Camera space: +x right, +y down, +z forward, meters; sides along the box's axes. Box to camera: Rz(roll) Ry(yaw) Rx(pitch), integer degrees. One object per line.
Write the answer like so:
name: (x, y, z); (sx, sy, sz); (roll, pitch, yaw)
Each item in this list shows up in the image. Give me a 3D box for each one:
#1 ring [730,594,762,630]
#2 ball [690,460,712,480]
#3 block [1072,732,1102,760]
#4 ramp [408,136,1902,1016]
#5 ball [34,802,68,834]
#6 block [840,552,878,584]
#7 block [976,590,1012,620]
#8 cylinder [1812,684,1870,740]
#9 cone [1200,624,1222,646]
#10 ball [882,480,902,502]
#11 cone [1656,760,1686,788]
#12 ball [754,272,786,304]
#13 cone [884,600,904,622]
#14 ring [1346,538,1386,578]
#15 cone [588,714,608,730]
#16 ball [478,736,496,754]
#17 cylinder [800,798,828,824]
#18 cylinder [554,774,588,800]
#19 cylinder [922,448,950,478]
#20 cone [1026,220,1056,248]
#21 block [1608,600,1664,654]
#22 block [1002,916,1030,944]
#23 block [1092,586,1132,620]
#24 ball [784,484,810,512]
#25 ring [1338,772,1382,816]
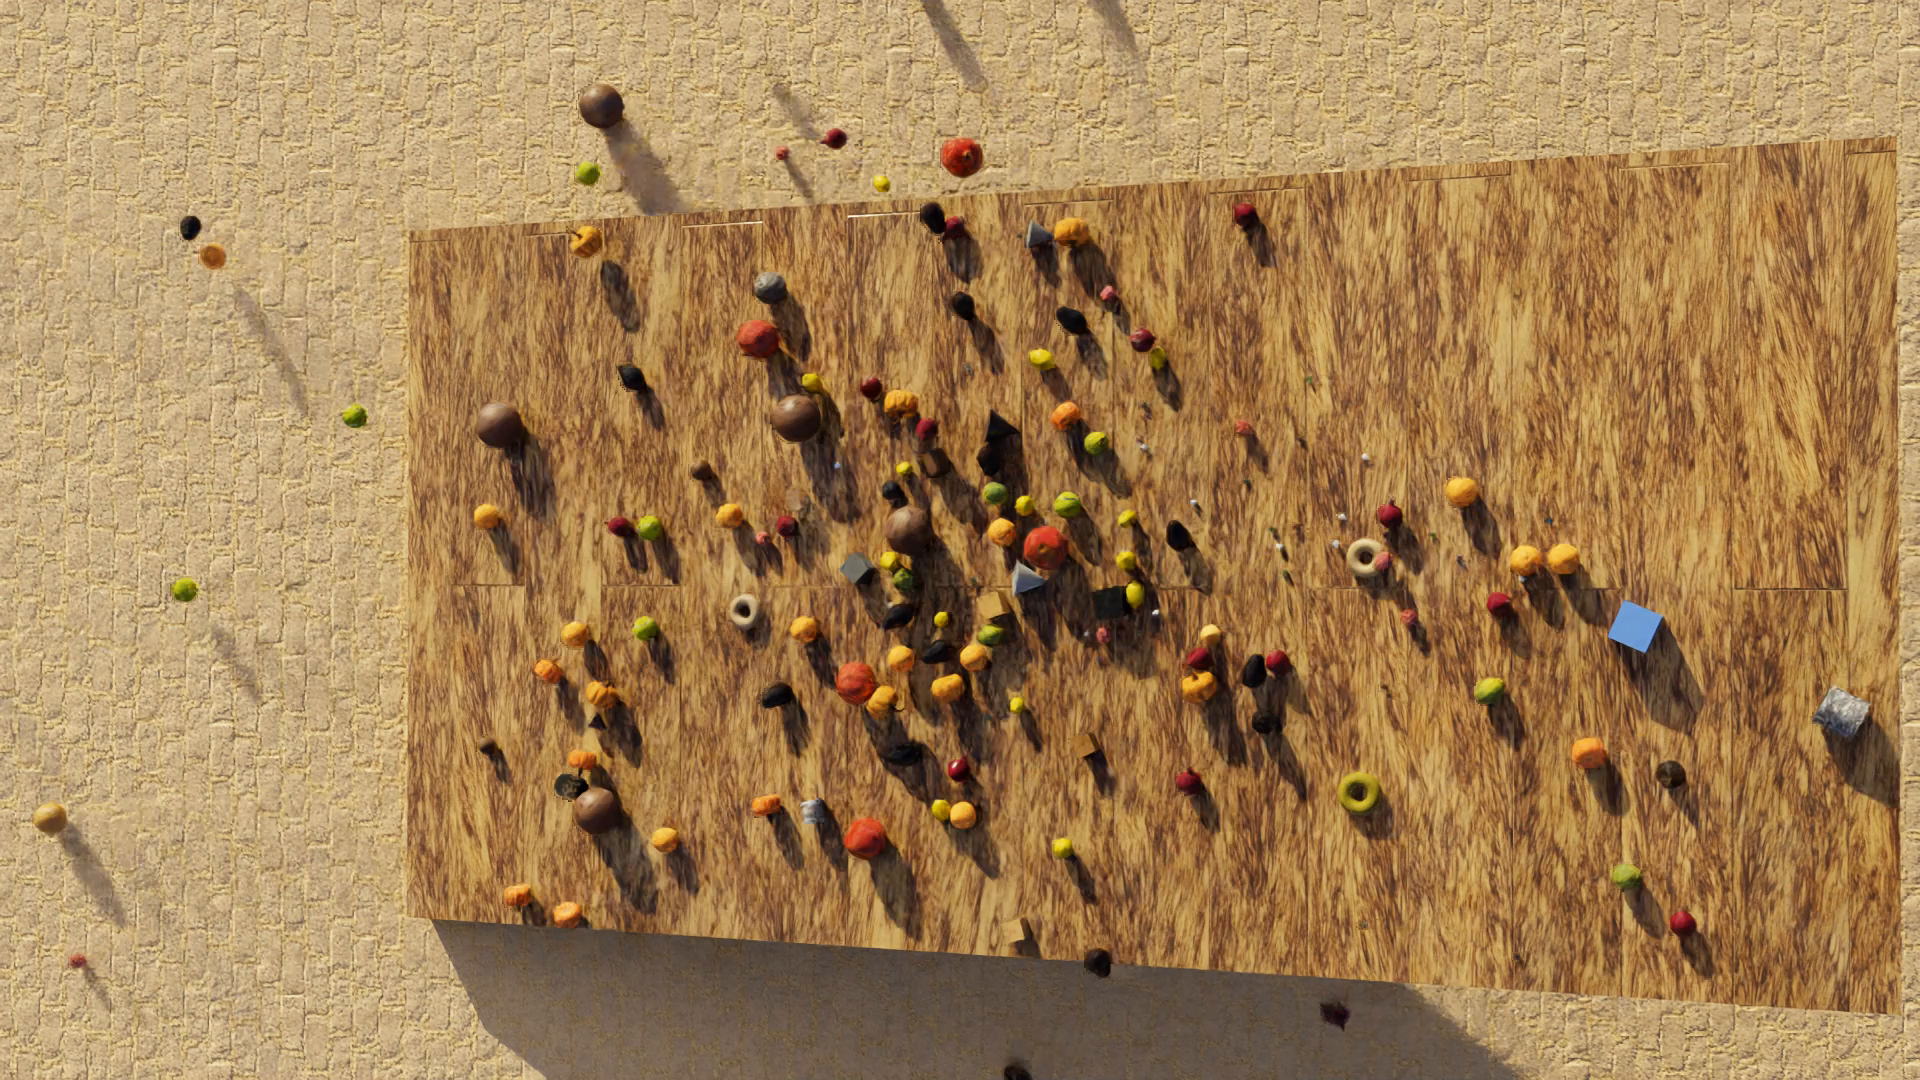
ring: (-0.585, 0.196, 6.007); (0.098, 0.033, 0.098); (0, 89, 22)
ball: (-0.712, -0.192, 6.045); (0.058, 0.058, 0.058); (0, 89, 0)
block: (0.324, 0.528, 5.651); (0.050, 0.050, 0.050); (-28, 80, 18)
ramp: (0.281, 0.089, 5.753); (4.000, 0.100, 2.000); (0, 89, 21)
ball: (-2.667, 0.816, 6.448); (0.091, 0.091, 0.091); (0, 89, 0)
block: (-0.272, 0.076, 5.875); (0.062, 0.062, 0.062); (-47, 75, 14)
block: (0.088, 0.170, 5.739); (0.060, 0.060, 0.060); (-20, 82, 19)
cylinder: (2.004, 0.391, 5.000); (0.092, 0.092, 0.092); (27, 89, 19)
cone: (0.626, 0.241, 5.540); (0.054, 0.054, 0.054); (0, 89, 21)
ball: (-0.182, -0.130, 5.848); (0.054, 0.054, 0.054); (0, 89, 0)
cone: (1.660, 0.551, 5.141); (0.066, 0.066, 0.066); (0, 89, 21)
ball: (-0.515, -0.683, 5.962); (0.088, 0.088, 0.088); (0, 89, 0)
cone: (-0.171, 0.184, 5.855); (0.057, 0.057, 0.057); (-8, 89, -7)
ring: (1.000, 0.045, 5.413); (0.099, 0.033, 0.099); (0, 90, 20)
cone: (-1.008, 0.518, 6.163); (0.051, 0.051, 0.051); (35, 89, -5)
ball: (-1.351, 0.586, 6.279); (0.051, 0.051, 0.051); (0, 89, 0)
cylinder: (-0.392, 0.729, 5.911); (0.061, 0.061, 0.061); (-14, 84, 0)
cylinder: (-1.086, 0.689, 6.143); (0.065, 0.065, 0.065); (-8, 70, 23)
cylinder: (-0.062, -0.202, 5.800); (0.062, 0.062, 0.062); (-19, 82, 0)
cone: (0.216, -0.792, 5.718); (0.074, 0.074, 0.074); (7, 89, -8)
block: (1.585, 0.203, 5.159); (0.092, 0.092, 0.092); (25, 98, 19)
block: (0.146, 1.012, 5.711); (0.052, 0.052, 0.052); (-18, 83, 19)
block: (0.388, 0.160, 5.620); (0.073, 0.073, 0.073); (-14, 84, 20)
ball: (-0.441, -0.113, 5.935); (0.072, 0.072, 0.072); (0, 89, 0)
ring: (0.984, 0.625, 5.410); (0.109, 0.036, 0.109); (0, 90, 19)
